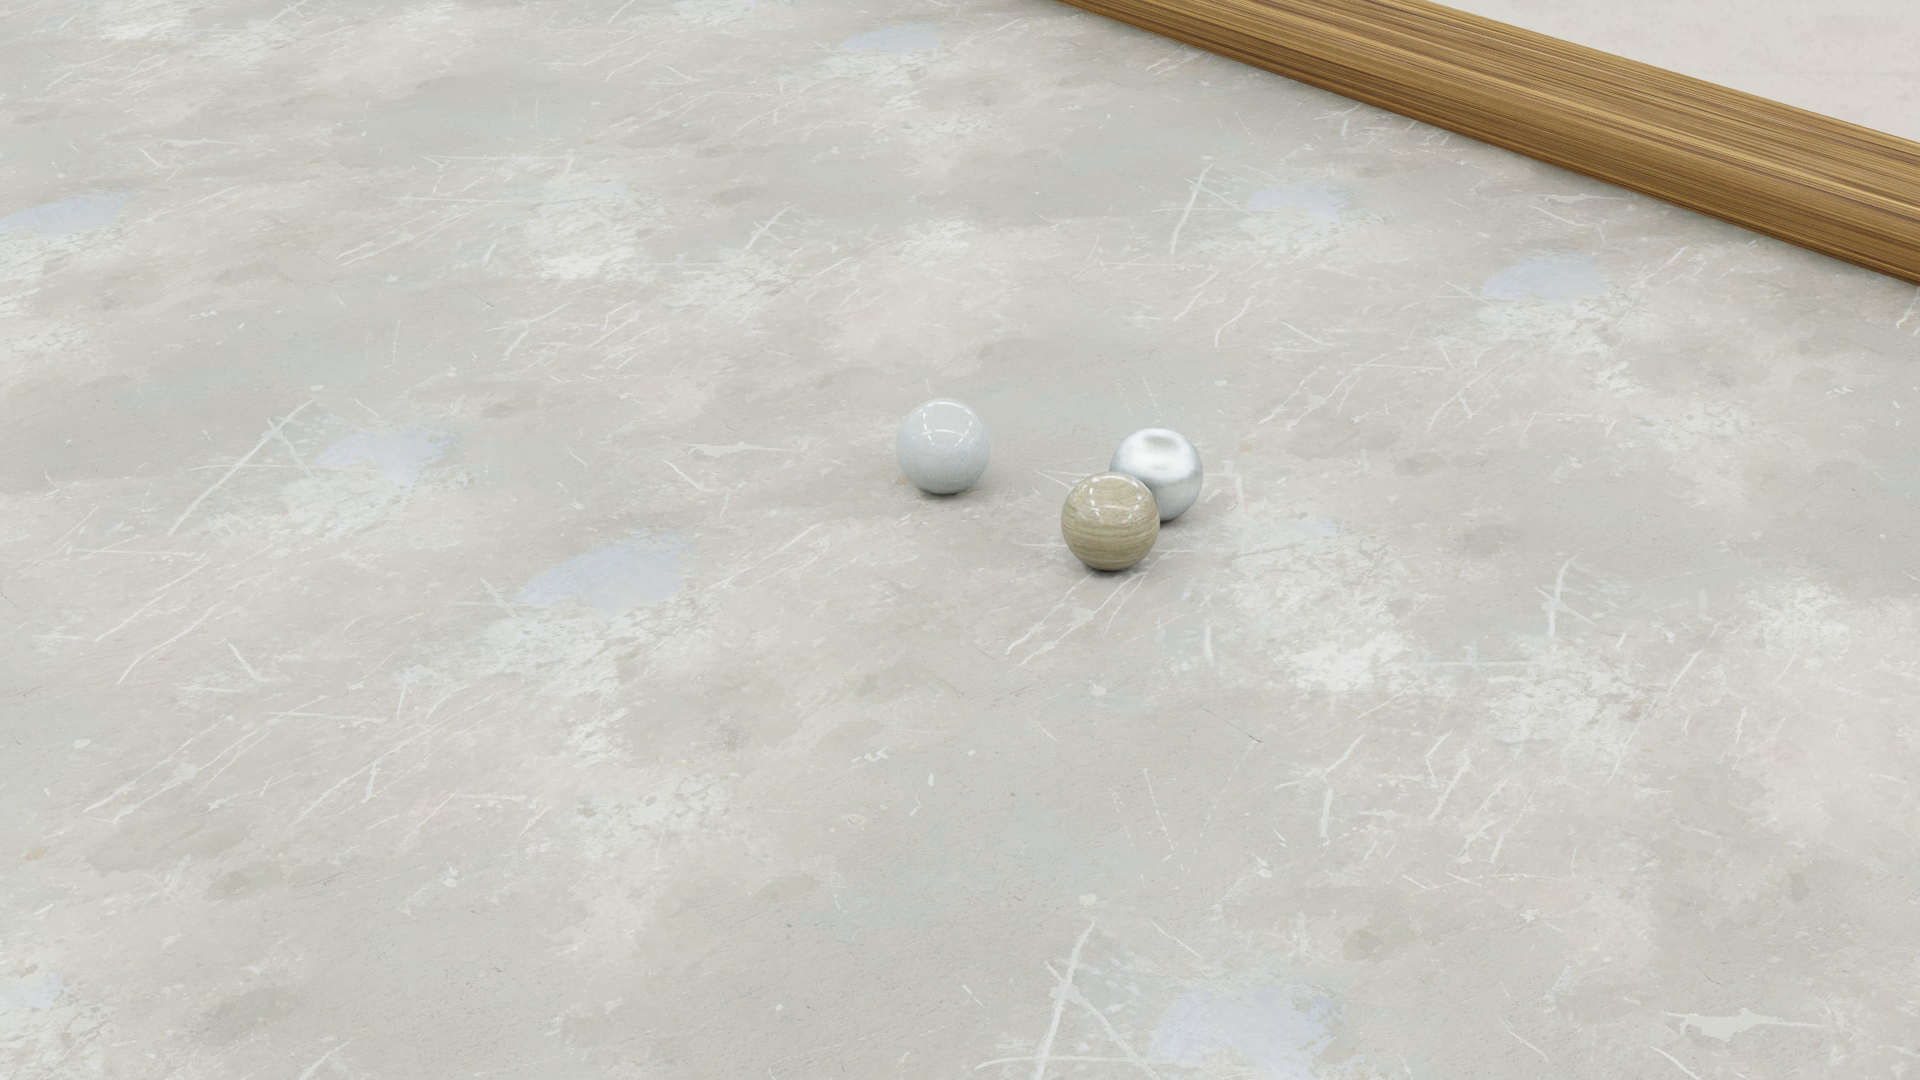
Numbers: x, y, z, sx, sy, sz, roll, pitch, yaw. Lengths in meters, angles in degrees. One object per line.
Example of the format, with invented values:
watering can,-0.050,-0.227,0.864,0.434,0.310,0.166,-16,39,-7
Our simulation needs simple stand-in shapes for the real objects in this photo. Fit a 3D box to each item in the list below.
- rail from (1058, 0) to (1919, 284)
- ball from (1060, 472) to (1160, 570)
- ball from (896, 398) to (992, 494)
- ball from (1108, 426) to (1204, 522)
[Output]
rail,0.187,-0.655,3.412,0.045,0.128,4.177,-18,31,-34
ball,0.109,-0.014,2.135,0.072,0.072,0.072,0,26,0
ball,-0.013,-0.072,2.255,0.074,0.074,0.074,0,26,0
ball,0.148,-0.049,2.211,0.071,0.071,0.071,0,26,0
